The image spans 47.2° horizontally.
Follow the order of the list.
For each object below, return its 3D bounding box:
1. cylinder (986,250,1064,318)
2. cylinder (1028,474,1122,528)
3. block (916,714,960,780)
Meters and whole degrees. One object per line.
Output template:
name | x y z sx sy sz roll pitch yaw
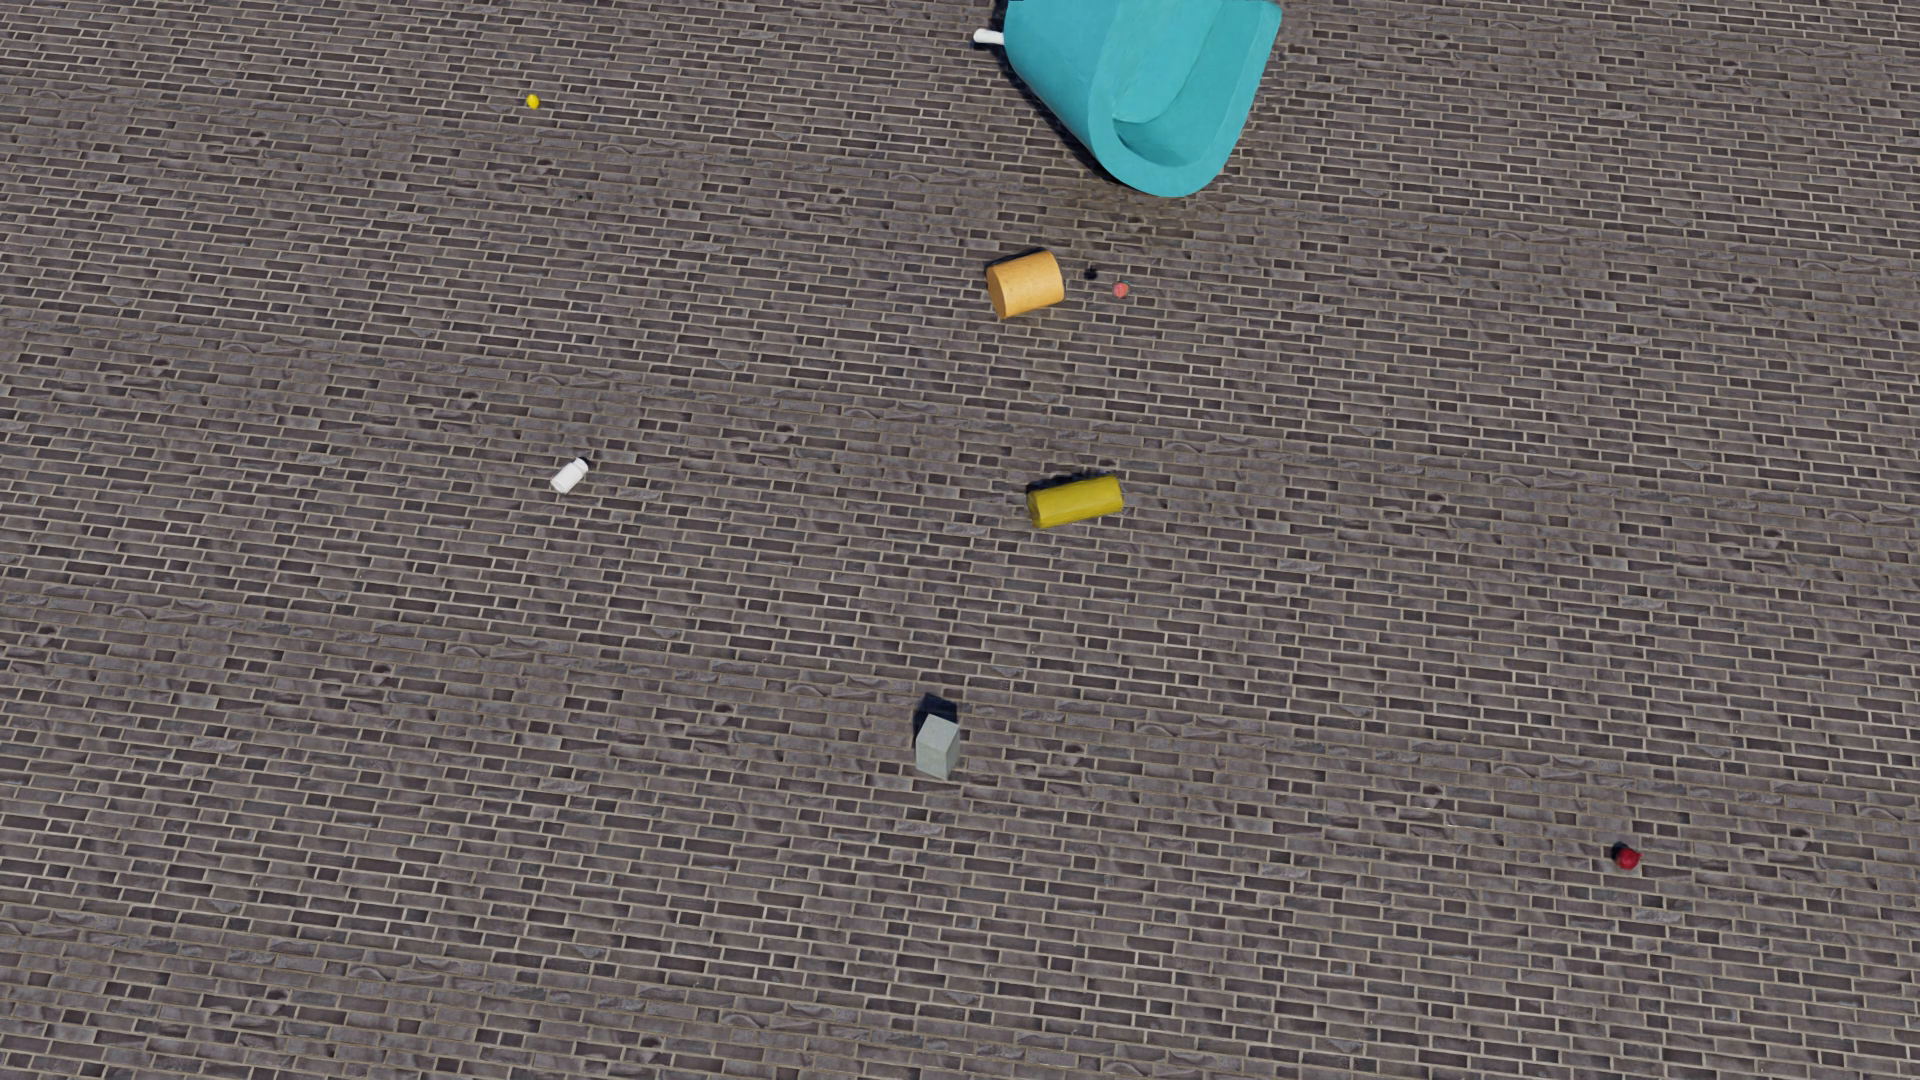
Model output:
cylinder | 0.206 -0.816 7.017 0.198 0.173 0.172 -17 79 -11
cylinder | 0.343 -0.116 6.574 0.256 0.116 0.113 -13 19 -12
block | -0.061 0.574 6.088 0.093 0.168 0.092 20 59 13
